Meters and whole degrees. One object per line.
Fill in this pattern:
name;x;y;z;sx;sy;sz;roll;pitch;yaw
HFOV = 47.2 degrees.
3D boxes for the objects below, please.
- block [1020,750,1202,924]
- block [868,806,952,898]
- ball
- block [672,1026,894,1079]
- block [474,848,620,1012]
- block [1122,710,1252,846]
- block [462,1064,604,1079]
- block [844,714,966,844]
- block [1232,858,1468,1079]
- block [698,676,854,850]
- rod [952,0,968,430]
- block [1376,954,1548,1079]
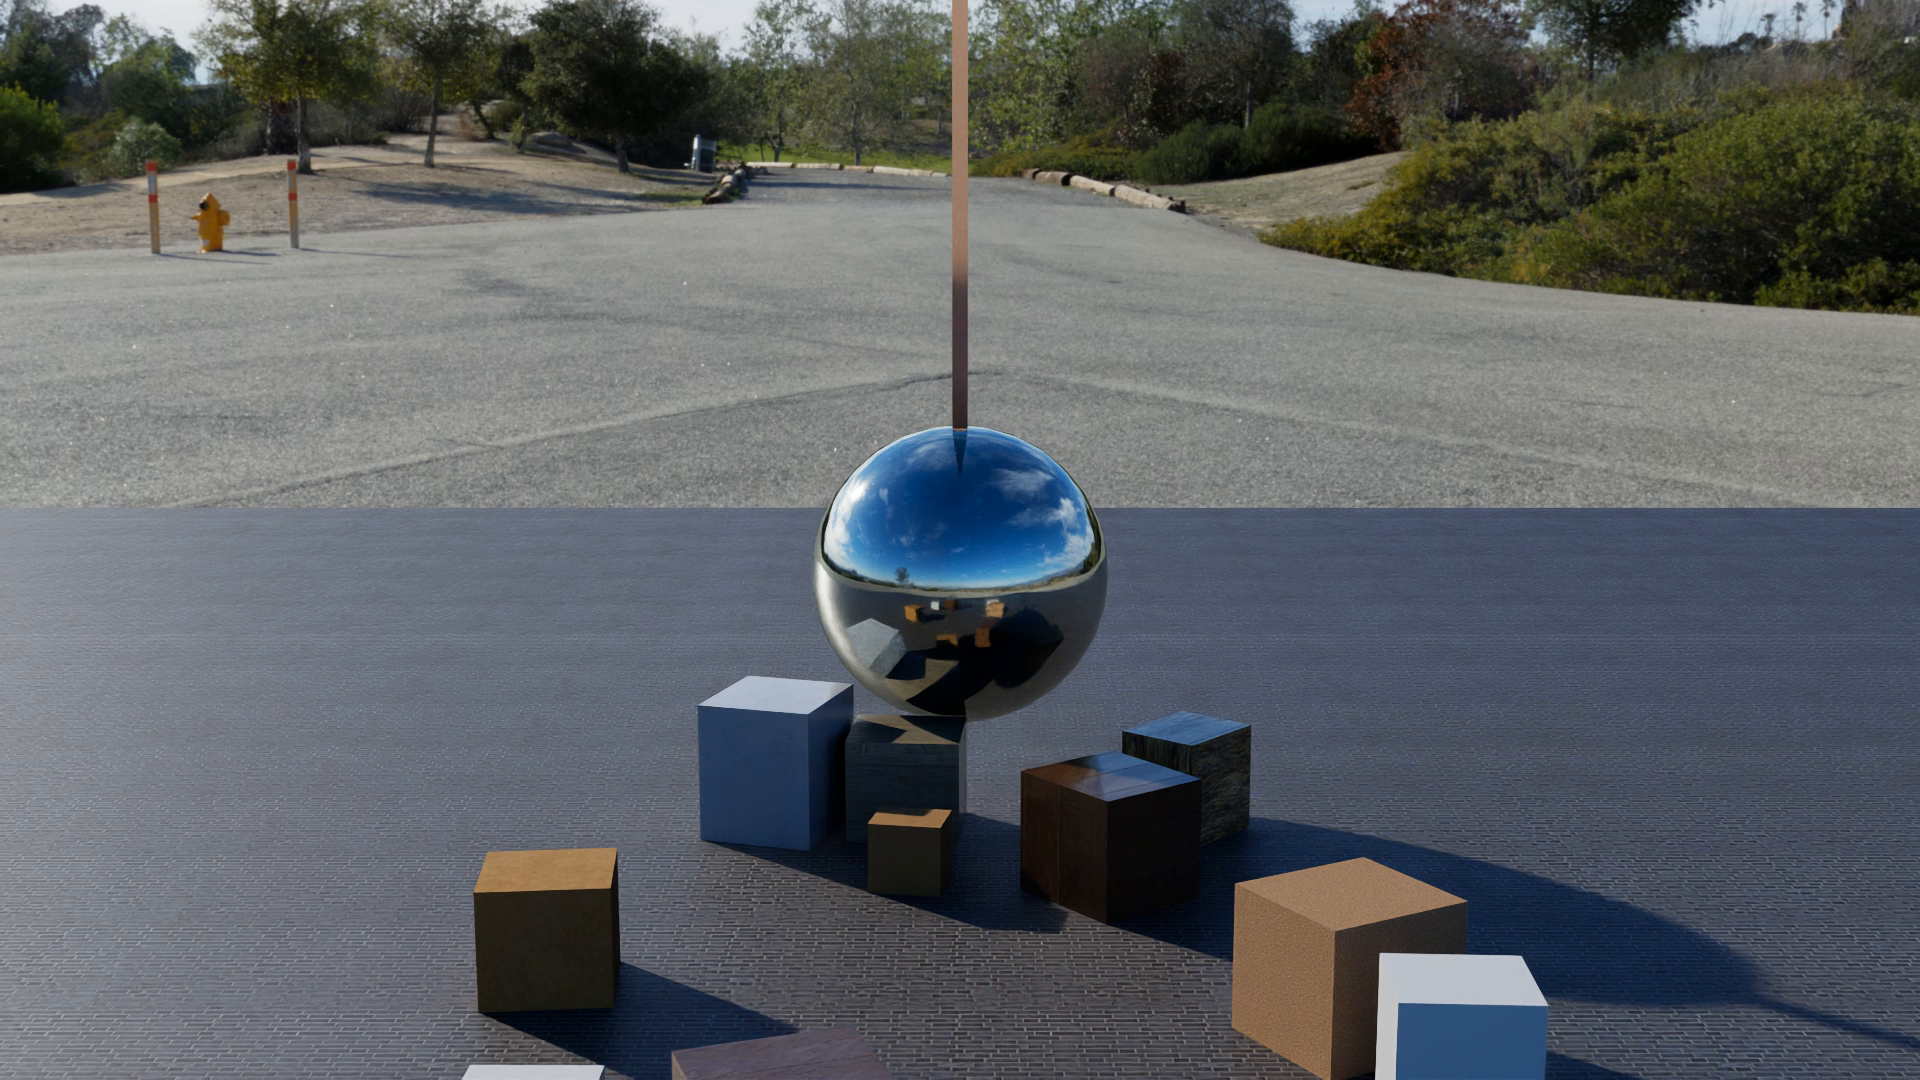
block;0.705;1.384;10.336;0.582;0.579;0.617;-8;13;-37
block;-0.237;1.481;10.470;0.349;0.340;0.283;2;10;11
ball;0.000;0.180;11.836;1.600;1.600;1.600;0;10;0
block;-0.537;1.988;7.004;0.618;0.583;0.666;-4;11;-19
block;-1.718;1.624;9.202;0.548;0.512;0.520;-1;10;-6
block;1.161;1.228;11.289;0.433;0.545;0.527;9;13;40
block;-1.436;2.026;7.270;0.457;0.413;0.459;0;10;0
block;-0.272;1.229;11.345;0.574;0.523;0.543;1;10;4
block;1.528;1.676;8.664;0.658;0.603;0.617;-6;12;-29
block;-0.939;1.138;11.337;0.596;0.705;0.650;3;11;17
rod;0.000;-3.085;10.889;0.080;5.200;0.080;0;16;0
block;1.770;1.838;7.811;0.509;0.590;0.470;1;10;3
